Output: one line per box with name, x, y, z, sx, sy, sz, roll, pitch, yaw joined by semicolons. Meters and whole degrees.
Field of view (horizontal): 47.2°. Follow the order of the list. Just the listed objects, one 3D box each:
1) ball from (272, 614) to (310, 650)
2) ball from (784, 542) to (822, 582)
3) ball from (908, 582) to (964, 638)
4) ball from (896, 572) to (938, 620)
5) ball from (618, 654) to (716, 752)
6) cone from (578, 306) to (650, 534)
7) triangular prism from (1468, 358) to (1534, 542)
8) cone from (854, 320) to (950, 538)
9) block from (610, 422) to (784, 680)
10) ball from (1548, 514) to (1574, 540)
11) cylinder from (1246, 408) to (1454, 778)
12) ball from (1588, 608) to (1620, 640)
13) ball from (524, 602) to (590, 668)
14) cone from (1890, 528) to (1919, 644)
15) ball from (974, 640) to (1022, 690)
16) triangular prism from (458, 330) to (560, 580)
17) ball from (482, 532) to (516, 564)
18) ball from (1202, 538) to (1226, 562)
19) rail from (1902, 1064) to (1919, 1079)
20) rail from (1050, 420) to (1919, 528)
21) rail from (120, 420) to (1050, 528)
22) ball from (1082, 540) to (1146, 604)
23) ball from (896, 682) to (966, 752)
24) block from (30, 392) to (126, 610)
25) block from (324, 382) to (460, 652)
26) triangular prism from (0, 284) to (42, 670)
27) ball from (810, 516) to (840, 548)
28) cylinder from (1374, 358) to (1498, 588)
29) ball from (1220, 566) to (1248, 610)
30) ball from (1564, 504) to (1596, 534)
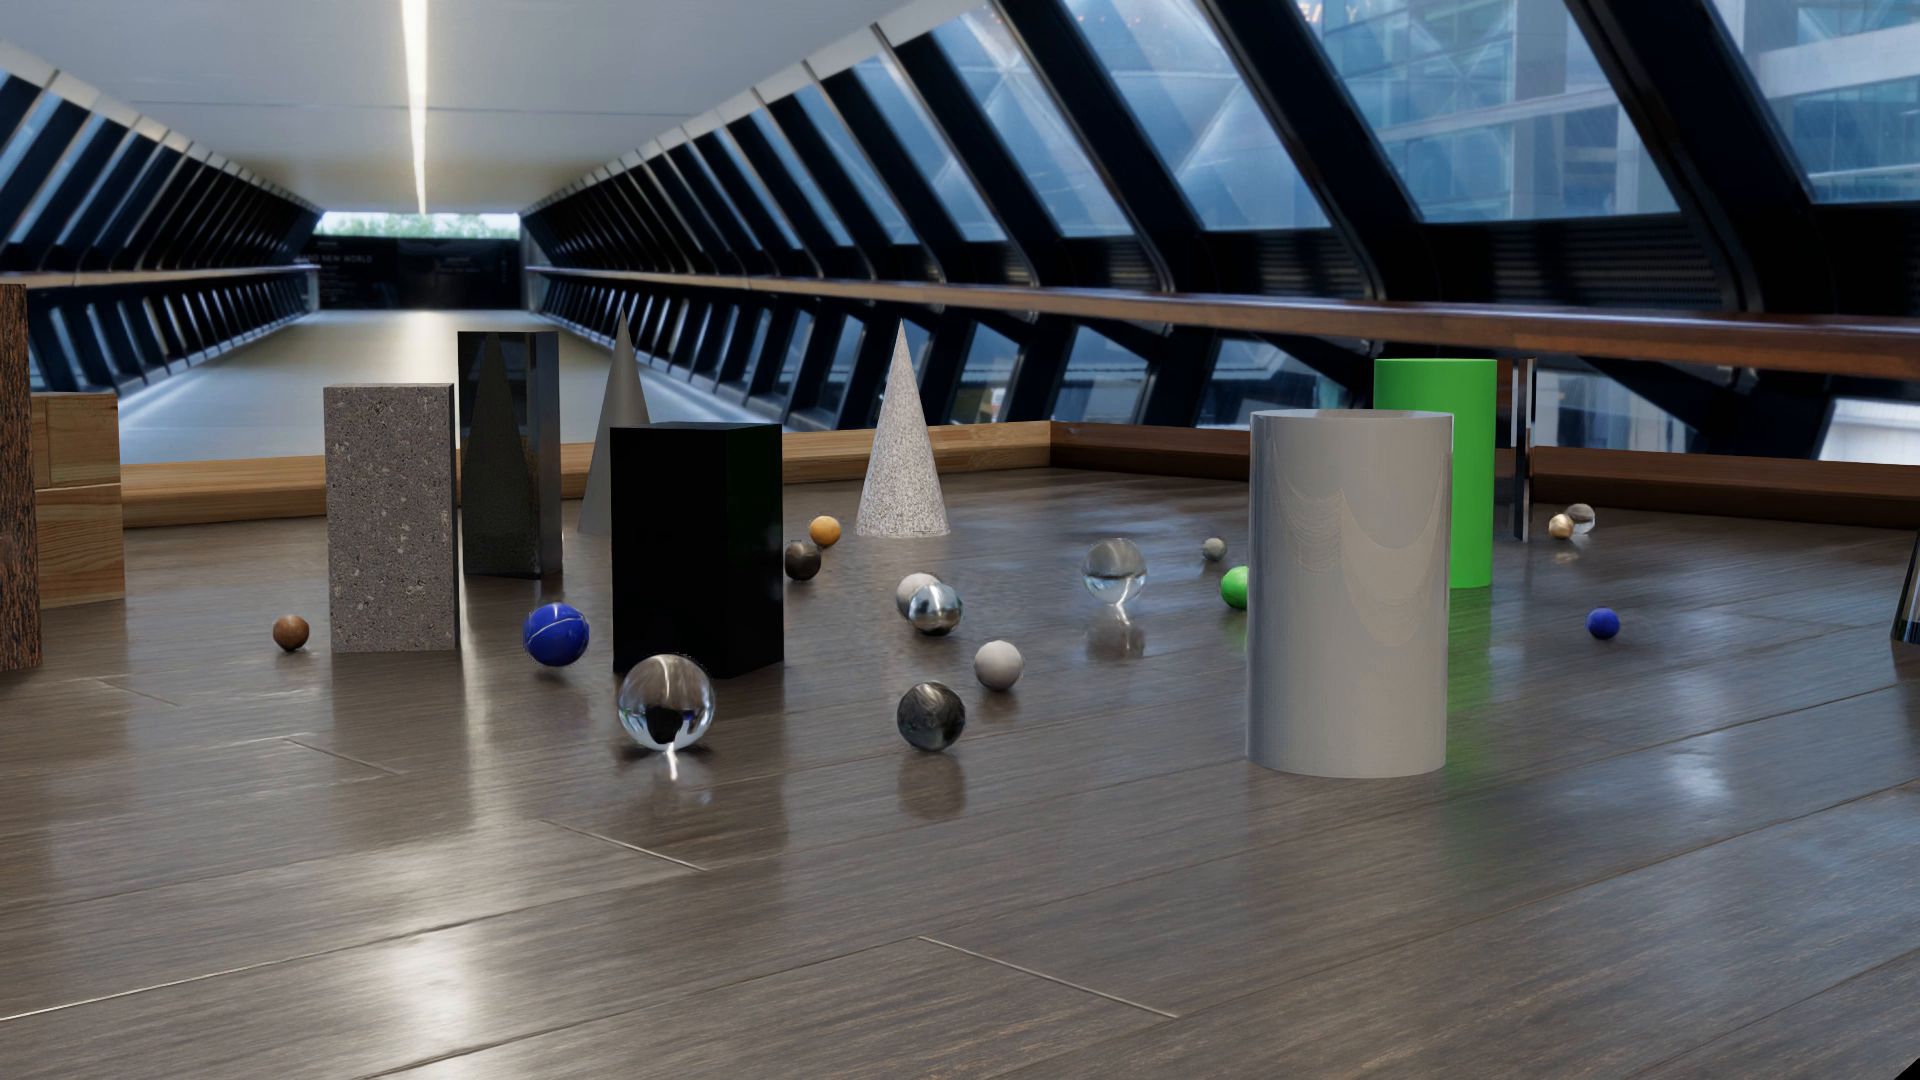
ball;-0.880;0.121;2.893;0.047;0.047;0.047;0;6;0
ball;-0.261;0.035;3.624;0.066;0.066;0.066;0;6;0
ball;-0.033;0.096;3.004;0.075;0.075;0.075;0;6;0
ball;-0.057;0.083;3.139;0.072;0.072;0.072;0;6;0
ball;-0.297;0.165;2.227;0.099;0.099;0.099;0;6;0
cone;-0.680;-0.247;4.457;0.197;0.455;0.197;0;6;0
triangular prism;1.085;-0.182;4.327;0.148;0.352;0.171;-5;8;-42
cone;-0.116;-0.229;4.395;0.197;0.430;0.197;0;6;0
block;-0.326;0.008;2.747;0.158;0.302;0.158;2;6;20
ball;1.170;-0.025;4.279;0.049;0.049;0.049;0;6;0
cylinder;0.385;0.046;2.179;0.197;0.344;0.197;0;6;0
ball;0.873;0.114;2.981;0.043;0.043;0.043;0;6;0
ball;-0.494;0.116;2.694;0.079;0.079;0.079;0;6;0
cone;1.367;-0.101;2.956;0.197;0.476;0.197;0;6;0
ball;0.045;0.147;2.587;0.058;0.058;0.058;0;6;0
triangular prism;-0.732;-0.149;3.728;0.171;0.410;0.148;4;7;32
ball;-0.811;0.014;3.866;0.058;0.058;0.058;0;6;0
ball;0.451;0.018;3.904;0.042;0.042;0.042;0;6;0
rail;1.364;0.187;1.861;4.462;0.128;0.045;-5;8;-42
rail;1.622;-0.122;4.821;0.045;0.128;4.071;-5;8;-42
rail;-1.364;-0.120;4.802;4.462;0.128;0.045;-5;8;-42
ball;0.234;0.048;3.343;0.098;0.098;0.098;0;6;0
ball;-0.029;0.179;2.226;0.070;0.070;0.070;0;6;0
block;-1.405;-0.065;3.372;0.158;0.317;0.158;3;7;29
block;-0.757;-0.034;2.941;0.158;0.346;0.158;-1;6;-10
triangular prism;-1.222;-0.077;2.716;0.148;0.477;0.171;-4;7;-33
ball;-0.254;-0.016;4.144;0.060;0.060;0.060;0;6;0
cylinder;0.777;-0.113;3.612;0.197;0.364;0.197;0;6;0
ball;0.421;0.072;3.280;0.065;0.065;0.065;0;6;0
ball;1.237;-0.043;4.389;0.062;0.062;0.062;0;6;0
